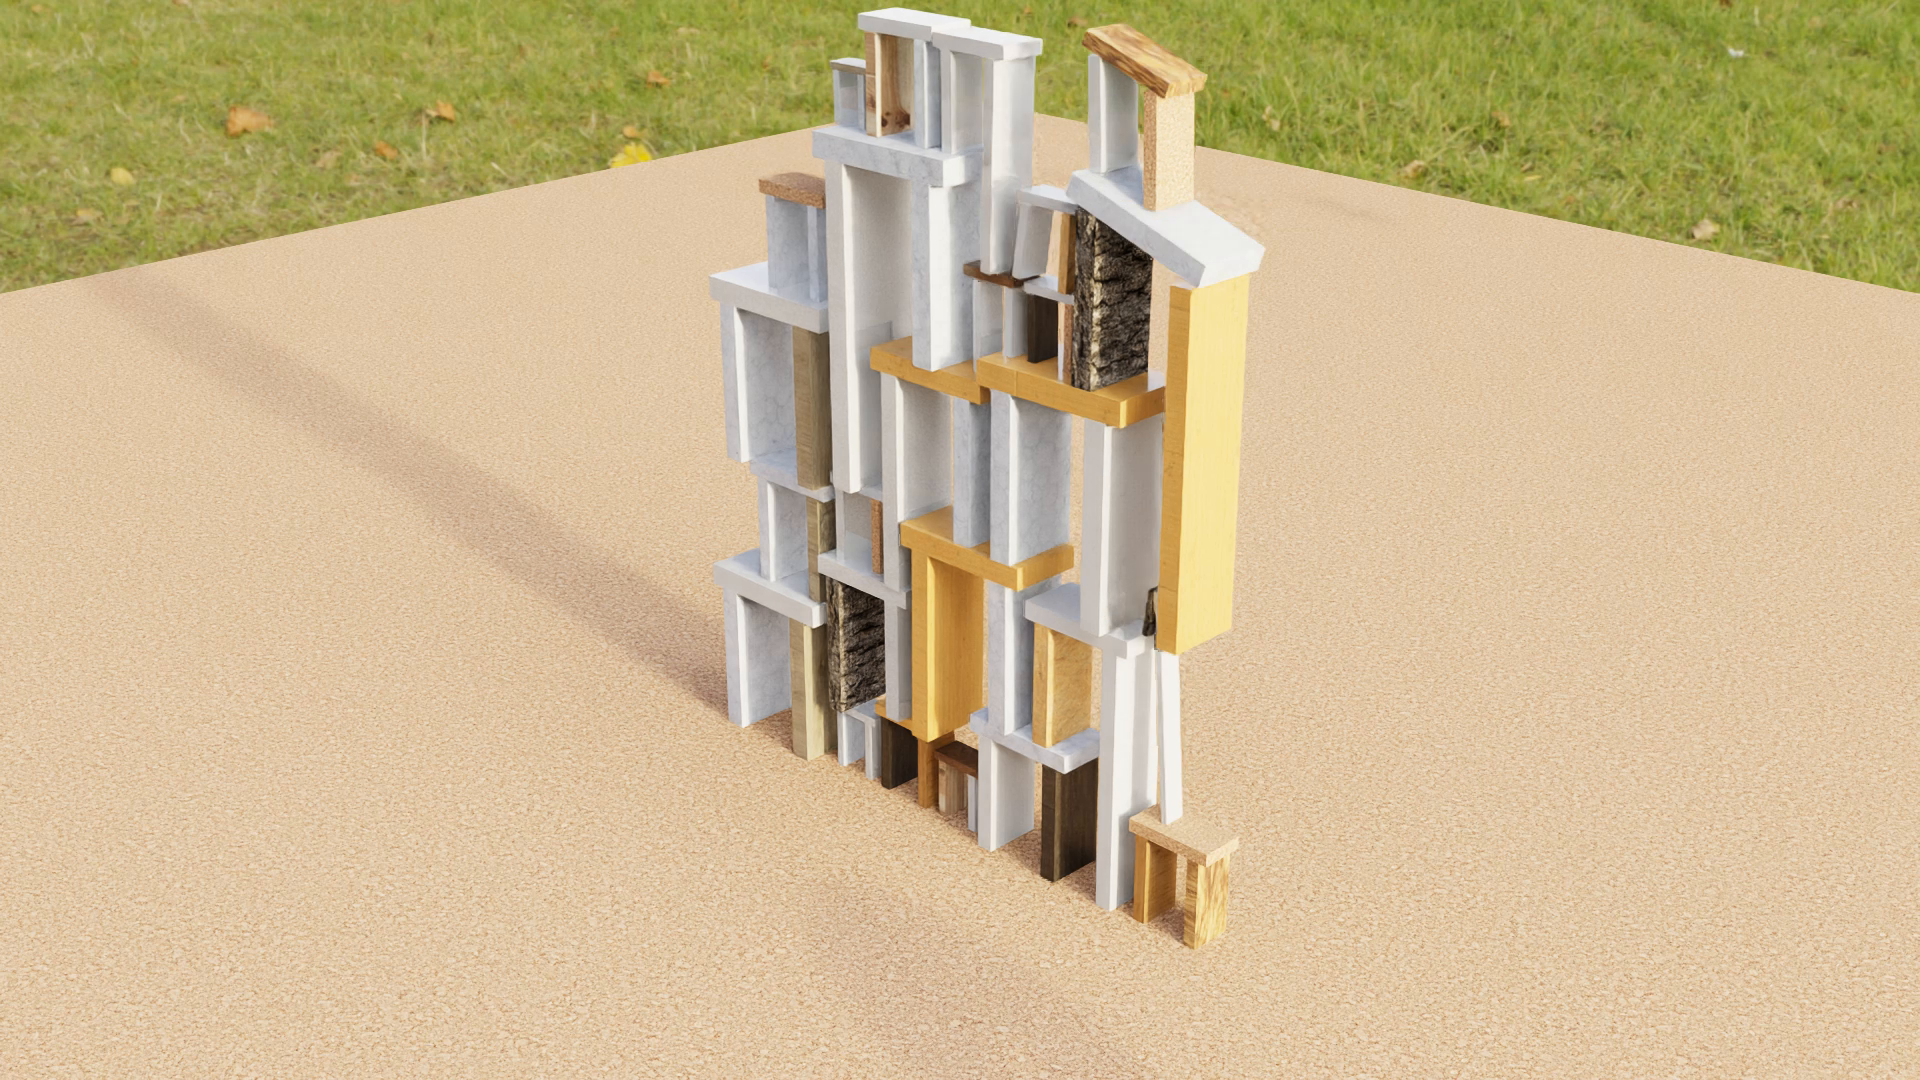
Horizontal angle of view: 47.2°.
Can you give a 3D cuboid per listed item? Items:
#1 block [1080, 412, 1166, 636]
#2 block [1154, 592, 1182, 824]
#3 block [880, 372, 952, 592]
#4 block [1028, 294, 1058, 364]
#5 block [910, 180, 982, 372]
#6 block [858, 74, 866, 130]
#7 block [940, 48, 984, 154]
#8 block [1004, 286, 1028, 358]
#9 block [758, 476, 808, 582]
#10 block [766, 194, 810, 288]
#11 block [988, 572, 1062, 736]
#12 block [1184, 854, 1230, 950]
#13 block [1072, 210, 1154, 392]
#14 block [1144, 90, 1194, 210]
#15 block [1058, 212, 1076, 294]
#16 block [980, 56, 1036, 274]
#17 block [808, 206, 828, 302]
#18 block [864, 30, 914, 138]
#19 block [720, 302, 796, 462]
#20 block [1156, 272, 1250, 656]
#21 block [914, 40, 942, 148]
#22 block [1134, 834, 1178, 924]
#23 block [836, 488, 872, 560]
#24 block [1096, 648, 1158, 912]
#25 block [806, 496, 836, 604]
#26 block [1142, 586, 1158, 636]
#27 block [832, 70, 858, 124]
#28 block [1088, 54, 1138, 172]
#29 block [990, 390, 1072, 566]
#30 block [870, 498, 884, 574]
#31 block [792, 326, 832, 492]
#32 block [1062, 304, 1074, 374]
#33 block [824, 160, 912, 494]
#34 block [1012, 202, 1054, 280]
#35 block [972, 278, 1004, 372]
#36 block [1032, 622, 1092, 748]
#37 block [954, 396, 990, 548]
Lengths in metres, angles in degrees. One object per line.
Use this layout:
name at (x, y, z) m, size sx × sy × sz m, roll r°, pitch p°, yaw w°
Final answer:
block at (0.290, -0.042, 3.893) m, size 0.167 × 0.402 × 0.047 m, roll -21°, pitch 31°, yaw -40°
block at (0.375, 0.299, 3.948) m, size 0.045 × 0.451 × 0.013 m, roll -21°, pitch 26°, yaw -41°
block at (-0.083, -0.127, 4.258) m, size 0.145 × 0.443 × 0.041 m, roll -21°, pitch 31°, yaw -40°
block at (0.147, -0.381, 3.894) m, size 0.018 × 0.125 × 0.063 m, roll 20°, pitch 31°, yaw 39°
block at (-0.009, -0.496, 4.012) m, size 0.173 × 0.346 × 0.049 m, roll -21°, pitch 31°, yaw -40°
block at (-0.164, -0.811, 4.057) m, size 0.014 × 0.101 × 0.050 m, roll 20°, pitch 30°, yaw 41°
block at (0.008, -0.780, 3.879) m, size 0.091 × 0.182 × 0.026 m, roll -21°, pitch 30°, yaw -40°
block at (0.108, -0.395, 3.920) m, size 0.018 × 0.131 × 0.065 m, roll 20°, pitch 29°, yaw 41°
block at (-0.367, -0.038, 4.614) m, size 0.115 × 0.230 × 0.033 m, roll -21°, pitch 31°, yaw -40°
block at (-0.337, -0.597, 4.338) m, size 0.093 × 0.186 × 0.026 m, roll -21°, pitch 31°, yaw -41°
block at (0.124, 0.201, 4.168) m, size 0.154 × 0.309 × 0.044 m, roll -21°, pitch 31°, yaw -40°
block at (0.449, 0.647, 4.004) m, size 0.026 × 0.182 × 0.091 m, roll 21°, pitch 31°, yaw 41°
block at (0.262, -0.421, 3.756) m, size 0.043 × 0.307 × 0.153 m, roll 22°, pitch 31°, yaw 40°
block at (0.341, -0.640, 3.586) m, size 0.027 × 0.190 × 0.095 m, roll 19°, pitch 29°, yaw 42°
block at (0.201, -0.498, 3.786) m, size 0.019 × 0.140 × 0.067 m, roll 23°, pitch 32°, yaw 38°
block at (0.083, -0.655, 3.833) m, size 0.091 × 0.378 × 0.026 m, roll -16°, pitch 29°, yaw -35°
block at (-0.250, -0.563, 4.256) m, size 0.093 × 0.186 × 0.026 m, roll -21°, pitch 31°, yaw -41°
block at (-0.128, -0.837, 4.003) m, size 0.027 × 0.190 × 0.095 m, roll 21°, pitch 31°, yaw 41°
block at (-0.407, -0.342, 4.524) m, size 0.167 × 0.334 × 0.047 m, roll -21°, pitch 30°, yaw -40°
block at (0.409, -0.128, 3.723) m, size 0.043 × 0.652 × 0.153 m, roll 21°, pitch 31°, yaw 40°
block at (-0.038, -0.802, 3.921) m, size 0.027 × 0.190 × 0.095 m, roll 21°, pitch 31°, yaw 41°
block at (0.364, 0.613, 4.083) m, size 0.026 × 0.182 × 0.091 m, roll 21°, pitch 31°, yaw 41°
block at (-0.214, -0.047, 4.434) m, size 0.022 × 0.157 × 0.079 m, roll 21°, pitch 31°, yaw 41°
block at (0.311, 0.430, 4.067) m, size 0.125 × 0.532 × 0.035 m, roll -21°, pitch 31°, yaw -41°
block at (-0.258, 0.004, 4.514) m, size 0.115 × 0.230 × 0.033 m, roll -21°, pitch 31°, yaw -40°
block at (0.348, 0.124, 3.902) m, size 0.045 × 0.091 × 0.013 m, roll -21°, pitch 39°, yaw -41°
block at (-0.212, -0.829, 4.101) m, size 0.014 × 0.101 × 0.050 m, roll 20°, pitch 30°, yaw 41°
block at (0.255, -0.713, 3.647) m, size 0.027 × 0.190 × 0.095 m, roll 18°, pitch 29°, yaw 42°
block at (0.130, -0.135, 4.025) m, size 0.047 × 0.334 × 0.167 m, roll 20°, pitch 31°, yaw 39°
block at (-0.139, -0.018, 4.366) m, size 0.079 × 0.158 × 0.022 m, roll -21°, pitch 31°, yaw -41°
block at (-0.250, -0.281, 4.379) m, size 0.167 × 0.334 × 0.047 m, roll -21°, pitch 30°, yaw -40°
block at (0.209, -0.358, 3.843) m, size 0.018 × 0.125 × 0.063 m, roll 22°, pitch 31°, yaw 39°
block at (-0.171, -0.420, 4.222) m, size 0.049 × 0.650 × 0.173 m, roll 21°, pitch 31°, yaw 41°
block at (0.128, -0.527, 3.839) m, size 0.067 × 0.134 × 0.019 m, roll -19°, pitch 36°, yaw -41°
block at (0.054, -0.398, 3.991) m, size 0.065 × 0.180 × 0.018 m, roll -21°, pitch 30°, yaw -40°
block at (0.193, 0.254, 4.120) m, size 0.035 × 0.249 × 0.125 m, roll 21°, pitch 31°, yaw 40°
block at (0.054, -0.143, 4.100) m, size 0.145 × 0.291 × 0.041 m, roll -21°, pitch 31°, yaw -40°
